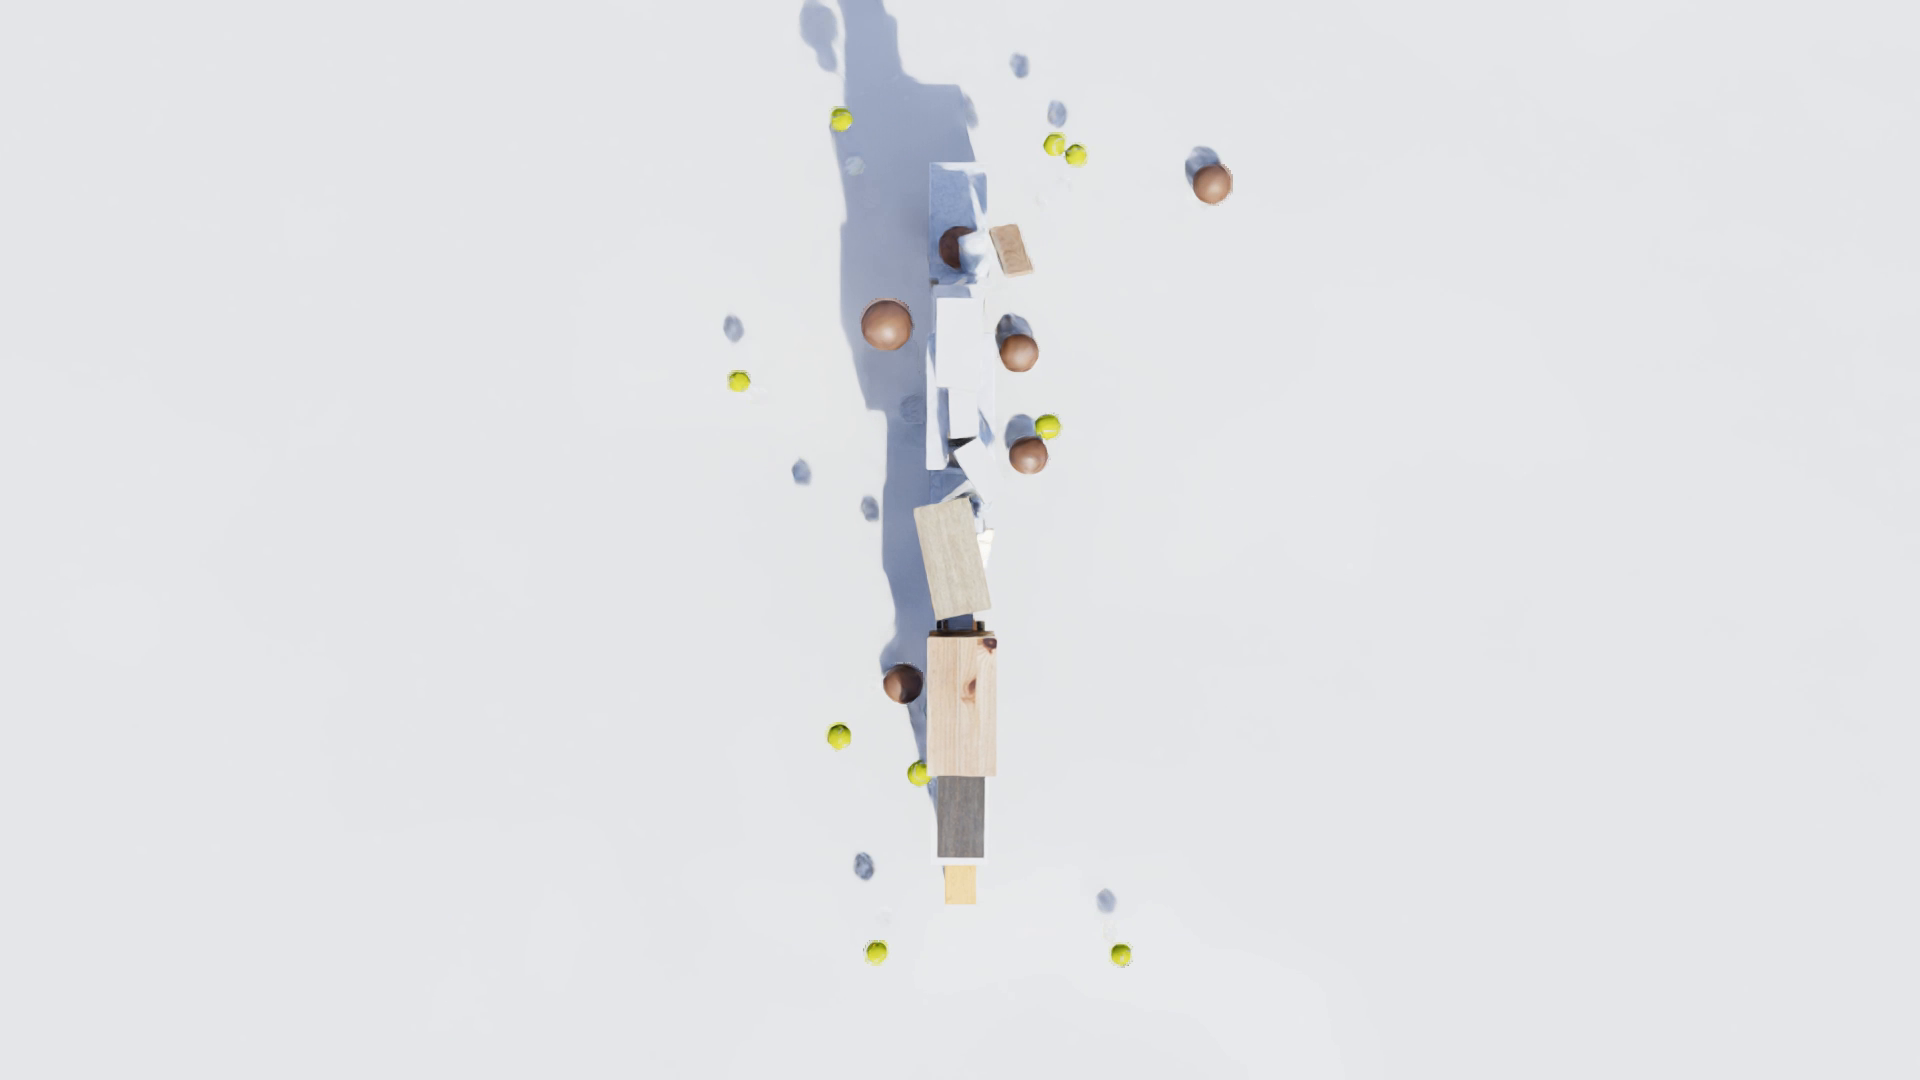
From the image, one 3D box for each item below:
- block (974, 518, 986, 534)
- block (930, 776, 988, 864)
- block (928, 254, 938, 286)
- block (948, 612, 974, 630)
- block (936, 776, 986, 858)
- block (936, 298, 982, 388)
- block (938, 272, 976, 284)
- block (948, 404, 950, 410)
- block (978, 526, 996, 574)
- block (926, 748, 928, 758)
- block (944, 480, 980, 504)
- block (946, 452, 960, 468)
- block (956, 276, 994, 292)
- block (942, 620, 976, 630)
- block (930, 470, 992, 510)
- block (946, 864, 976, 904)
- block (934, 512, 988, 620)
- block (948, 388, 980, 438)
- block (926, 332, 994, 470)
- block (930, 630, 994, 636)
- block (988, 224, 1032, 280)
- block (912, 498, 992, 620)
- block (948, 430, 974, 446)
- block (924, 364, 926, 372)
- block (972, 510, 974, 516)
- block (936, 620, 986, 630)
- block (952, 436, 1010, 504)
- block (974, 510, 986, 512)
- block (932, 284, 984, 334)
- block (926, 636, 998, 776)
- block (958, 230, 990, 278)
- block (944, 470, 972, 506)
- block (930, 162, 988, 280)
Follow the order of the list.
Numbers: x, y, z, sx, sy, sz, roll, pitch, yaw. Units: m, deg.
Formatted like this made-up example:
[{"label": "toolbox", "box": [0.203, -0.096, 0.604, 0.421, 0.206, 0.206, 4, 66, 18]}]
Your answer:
[{"label": "block", "box": [-0.009, -0.035, 4.167, 0.138, 0.276, 0.039, -1, 91, 2]}, {"label": "block", "box": [-0.002, 0.791, 4.907, 0.170, 0.048, 0.340, 0, 90, 0]}, {"label": "block", "box": [-0.012, -0.878, 5.322, 0.178, 0.355, 0.050, -6, 90, 0]}, {"label": "block", "box": [0.001, 0.200, 4.417, 0.067, 0.019, 0.134, 0, 90, 0]}, {"label": "block", "box": [0.003, 0.752, 4.600, 0.131, 0.037, 0.263, 1, 90, 0]}, {"label": "block", "box": [-0.004, -0.461, 3.862, 0.104, 0.029, 0.208, 1, 90, 0]}, {"label": "block", "box": [-0.003, -0.688, 4.986, 0.115, 0.033, 0.230, -2, 89, 0]}, {"label": "block", "box": [0.005, -0.339, 4.017, 0.068, 0.136, 0.019, 0, 83, 0]}, {"label": "block", "box": [0.035, 0.040, 4.352, 0.081, 0.023, 0.162, 11, 108, -8]}, {"label": "block", "box": [0.003, 0.495, 4.265, 0.169, 0.378, 0.048, 4, 98, 0]}, {"label": "block", "box": [0.022, -0.118, 4.117, 0.072, 0.366, 0.021, -7, 86, -10]}, {"label": "block", "box": [0.005, -0.194, 4.010, 0.072, 0.145, 0.021, 2, 86, -4]}, {"label": "block", "box": [0.031, -0.747, 4.878, 0.083, 0.167, 0.024, 4, 83, -19]}, {"label": "block", "box": [0.000, 0.318, 4.583, 0.095, 0.027, 0.189, 0, 89, 0]}, {"label": "block", "box": [0.003, -0.248, 4.495, 0.168, 0.048, 0.336, 0, 90, 0]}, {"label": "block", "box": [0.002, 1.066, 5.286, 0.100, 0.028, 0.200, 0, 90, 0]}, {"label": "block", "box": [0.004, 0.072, 4.583, 0.152, 0.043, 0.303, 0, 90, 0]}, {"label": "block", "box": [0.008, -0.312, 3.939, 0.068, 0.019, 0.136, -3, 90, 0]}, {"label": "block", "box": [0.002, -0.344, 4.109, 0.169, 0.048, 0.338, 0, 90, 0]}, {"label": "block", "box": [0.005, 0.277, 4.239, 0.169, 0.338, 0.048, 1, 95, 0]}, {"label": "block", "box": [0.149, -0.848, 4.837, 0.083, 0.024, 0.167, -13, 68, -11]}, {"label": "block", "box": [-0.018, 0.045, 4.008, 0.138, 0.039, 0.276, -12, 89, 2]}, {"label": "block", "box": [0.005, -0.246, 4.017, 0.068, 0.136, 0.019, 0, 85, 0]}, {"label": "block", "box": [-0.003, -0.447, 4.334, 0.169, 0.401, 0.048, 4, 90, 0]}, {"label": "block", "box": [0.001, -0.061, 4.443, 0.072, 0.234, 0.020, 2, 86, 2]}, {"label": "block", "box": [0.003, 0.386, 5.175, 0.152, 0.043, 0.303, 0, 90, 0]}, {"label": "block", "box": [0.051, -0.165, 3.929, 0.072, 0.021, 0.145, -32, 92, -10]}, {"label": "block", "box": [0.000, -0.076, 4.930, 0.157, 0.045, 0.315, 0, 90, 0]}, {"label": "block", "box": [-0.004, -0.561, 4.553, 0.140, 0.040, 0.280, 0, 91, 0]}, {"label": "block", "box": [0.005, 0.406, 4.048, 0.169, 0.048, 0.338, 0, 92, 0]}, {"label": "block", "box": [0.043, -0.845, 4.947, 0.083, 0.289, 0.024, -18, 74, -3]}, {"label": "block", "box": [-0.004, -0.119, 4.315, 0.072, 0.020, 0.144, -1, 90, 2]}, {"label": "block", "box": [-0.005, -0.988, 5.119, 0.178, 0.050, 0.356, 0, 90, 0]}]
